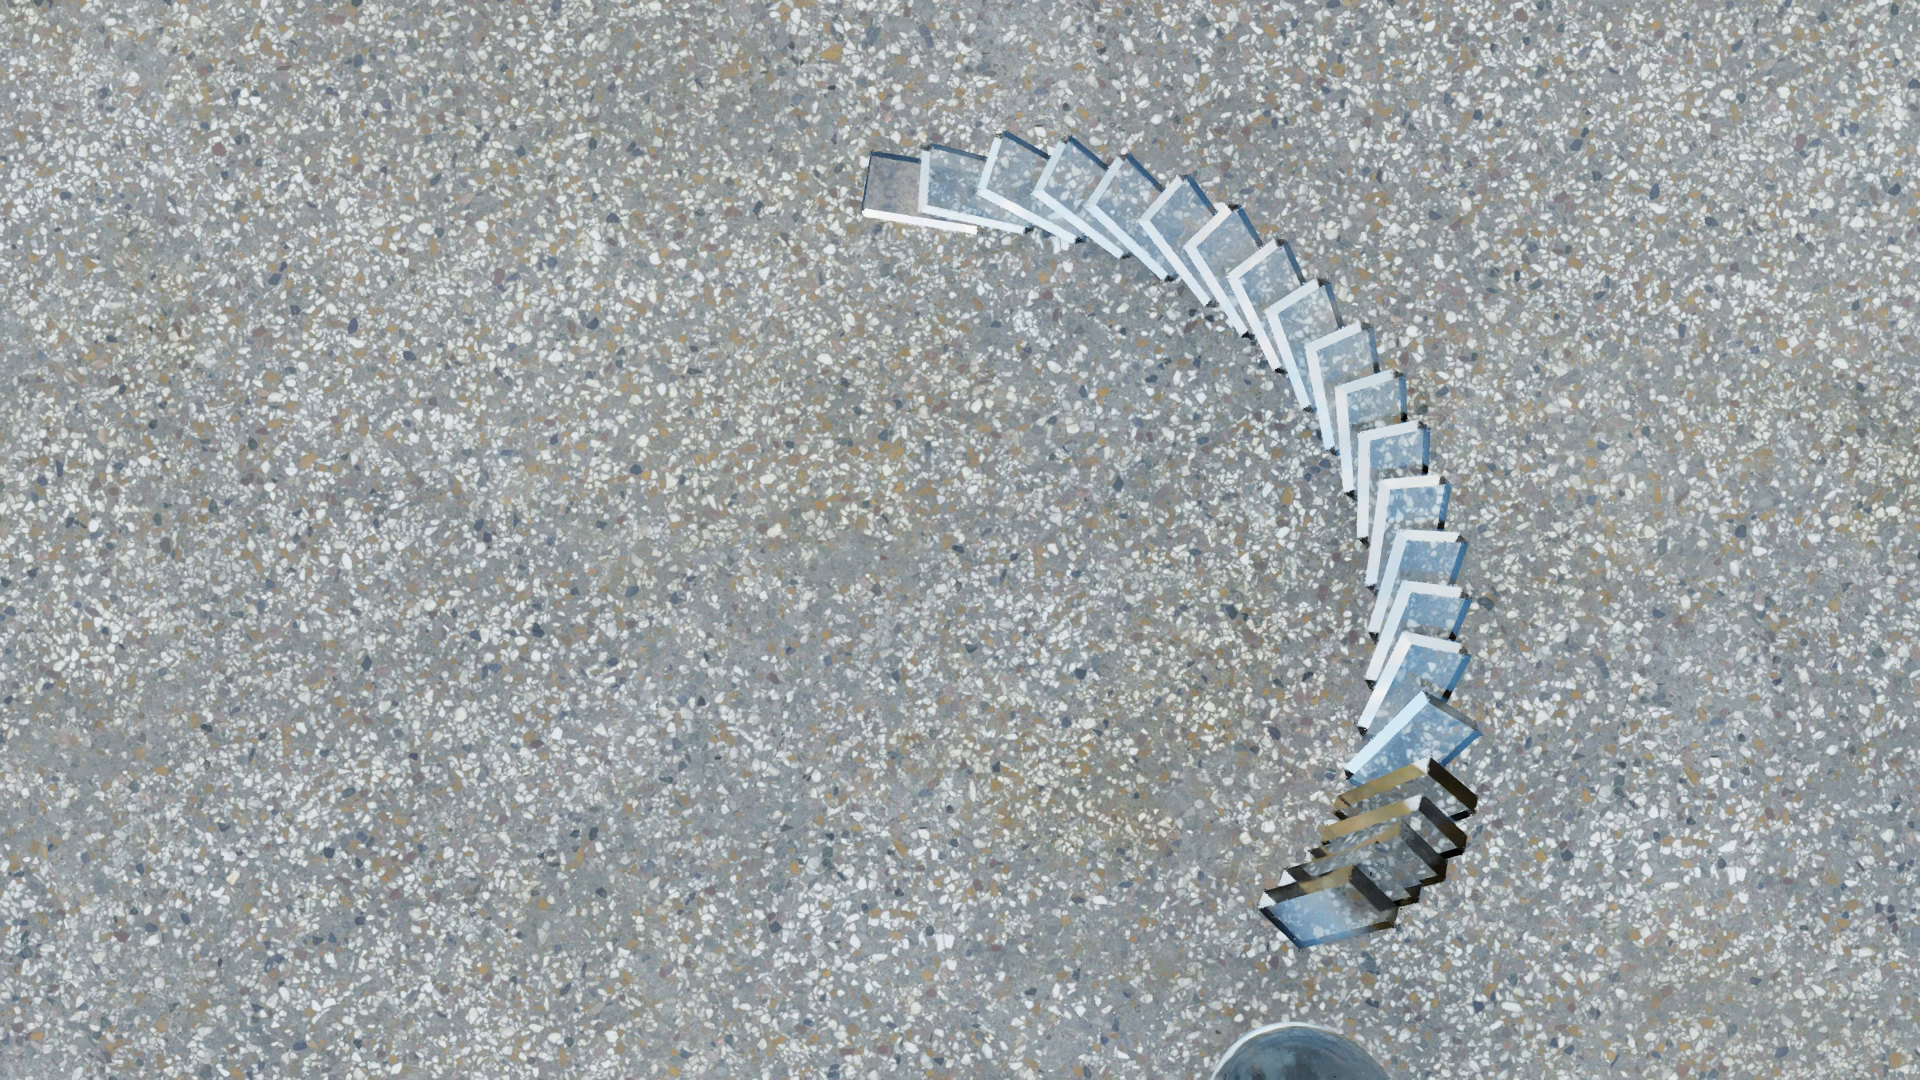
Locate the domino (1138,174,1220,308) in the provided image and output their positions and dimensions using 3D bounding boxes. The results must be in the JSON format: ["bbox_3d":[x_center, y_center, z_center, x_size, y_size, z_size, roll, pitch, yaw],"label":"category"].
[{"bbox_3d":[0.100,-0.125,0.385,0.050,0.009,0.025,42,90,-26],"label":"domino"}]

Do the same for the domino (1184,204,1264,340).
[{"bbox_3d":[0.118,-0.112,0.384,0.025,0.010,0.050,-44,117,0],"label":"domino"}]

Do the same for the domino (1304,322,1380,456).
[{"bbox_3d":[0.163,-0.063,0.384,0.025,0.009,0.050,-24,117,0],"label":"domino"}]

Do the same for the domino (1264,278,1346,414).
[{"bbox_3d":[0.149,-0.081,0.384,0.025,0.010,0.050,-32,117,0],"label":"domino"}]

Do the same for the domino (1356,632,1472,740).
[{"bbox_3d":[0.190,0.064,0.384,0.025,0.009,0.050,12,117,0],"label":"domino"}]

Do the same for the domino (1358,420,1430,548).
[{"bbox_3d":[0.181,-0.023,0.384,0.025,0.009,0.050,-12,117,0],"label":"domino"}]

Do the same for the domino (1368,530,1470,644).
[{"bbox_3d":[0.191,0.021,0.384,0.025,0.009,0.050,3,117,0],"label":"domino"}]

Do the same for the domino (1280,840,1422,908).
[{"bbox_3d":[0.160,0.143,0.379,0.025,0.050,0.009,44,47,0],"label":"domino"}]

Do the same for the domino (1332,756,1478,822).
[{"bbox_3d":[0.183,0.109,0.379,0.025,0.050,0.010,40,47,0],"label":"domino"}]

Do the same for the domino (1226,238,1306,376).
[{"bbox_3d":[0.134,-0.097,0.384,0.025,0.009,0.050,-38,117,0],"label":"domino"}]

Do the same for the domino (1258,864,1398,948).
[{"bbox_3d":[0.151,0.152,0.379,0.025,0.050,0.009,44,47,0],"label":"domino"}]

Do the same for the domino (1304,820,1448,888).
[{"bbox_3d":[0.170,0.134,0.379,0.025,0.050,0.009,44,47,0],"label":"domino"}]

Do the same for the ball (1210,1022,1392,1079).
[{"bbox_3d":[0.137,0.234,0.360,0.080,0.080,0.080,0,90,0],"label":"ball"}]

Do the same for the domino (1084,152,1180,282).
[{"bbox_3d":[0.078,-0.135,0.385,0.050,0.010,0.025,33,90,-26],"label":"domino"}]

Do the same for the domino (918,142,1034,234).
[{"bbox_3d":[0.008,-0.147,0.385,0.050,0.009,0.025,3,92,-25],"label":"domino"}]

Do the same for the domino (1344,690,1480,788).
[{"bbox_3d":[0.189,0.089,0.384,0.025,0.009,0.050,31,118,-1],"label":"domino"}]

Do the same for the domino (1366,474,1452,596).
[{"bbox_3d":[0.187,-0.002,0.384,0.025,0.010,0.050,-5,117,0],"label":"domino"}]

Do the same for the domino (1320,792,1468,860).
[{"bbox_3d":[0.178,0.124,0.379,0.025,0.050,0.010,44,47,0],"label":"domino"}]

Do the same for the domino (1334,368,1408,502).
[{"bbox_3d":[0.173,-0.043,0.384,0.025,0.010,0.050,-17,117,0],"label":"domino"}]

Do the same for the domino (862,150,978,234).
[{"bbox_3d":[-0.015,-0.150,0.395,0.050,0.009,0.025,9,90,0],"label":"domino"}]

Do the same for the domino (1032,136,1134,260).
[{"bbox_3d":[0.057,-0.143,0.385,0.050,0.009,0.025,27,90,-27],"label":"domino"}]

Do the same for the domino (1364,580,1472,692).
[{"bbox_3d":[0.191,0.042,0.384,0.025,0.009,0.050,7,117,0],"label":"domino"}]

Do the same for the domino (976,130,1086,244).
[{"bbox_3d":[0.034,-0.147,0.385,0.050,0.009,0.025,18,90,-25],"label":"domino"}]
